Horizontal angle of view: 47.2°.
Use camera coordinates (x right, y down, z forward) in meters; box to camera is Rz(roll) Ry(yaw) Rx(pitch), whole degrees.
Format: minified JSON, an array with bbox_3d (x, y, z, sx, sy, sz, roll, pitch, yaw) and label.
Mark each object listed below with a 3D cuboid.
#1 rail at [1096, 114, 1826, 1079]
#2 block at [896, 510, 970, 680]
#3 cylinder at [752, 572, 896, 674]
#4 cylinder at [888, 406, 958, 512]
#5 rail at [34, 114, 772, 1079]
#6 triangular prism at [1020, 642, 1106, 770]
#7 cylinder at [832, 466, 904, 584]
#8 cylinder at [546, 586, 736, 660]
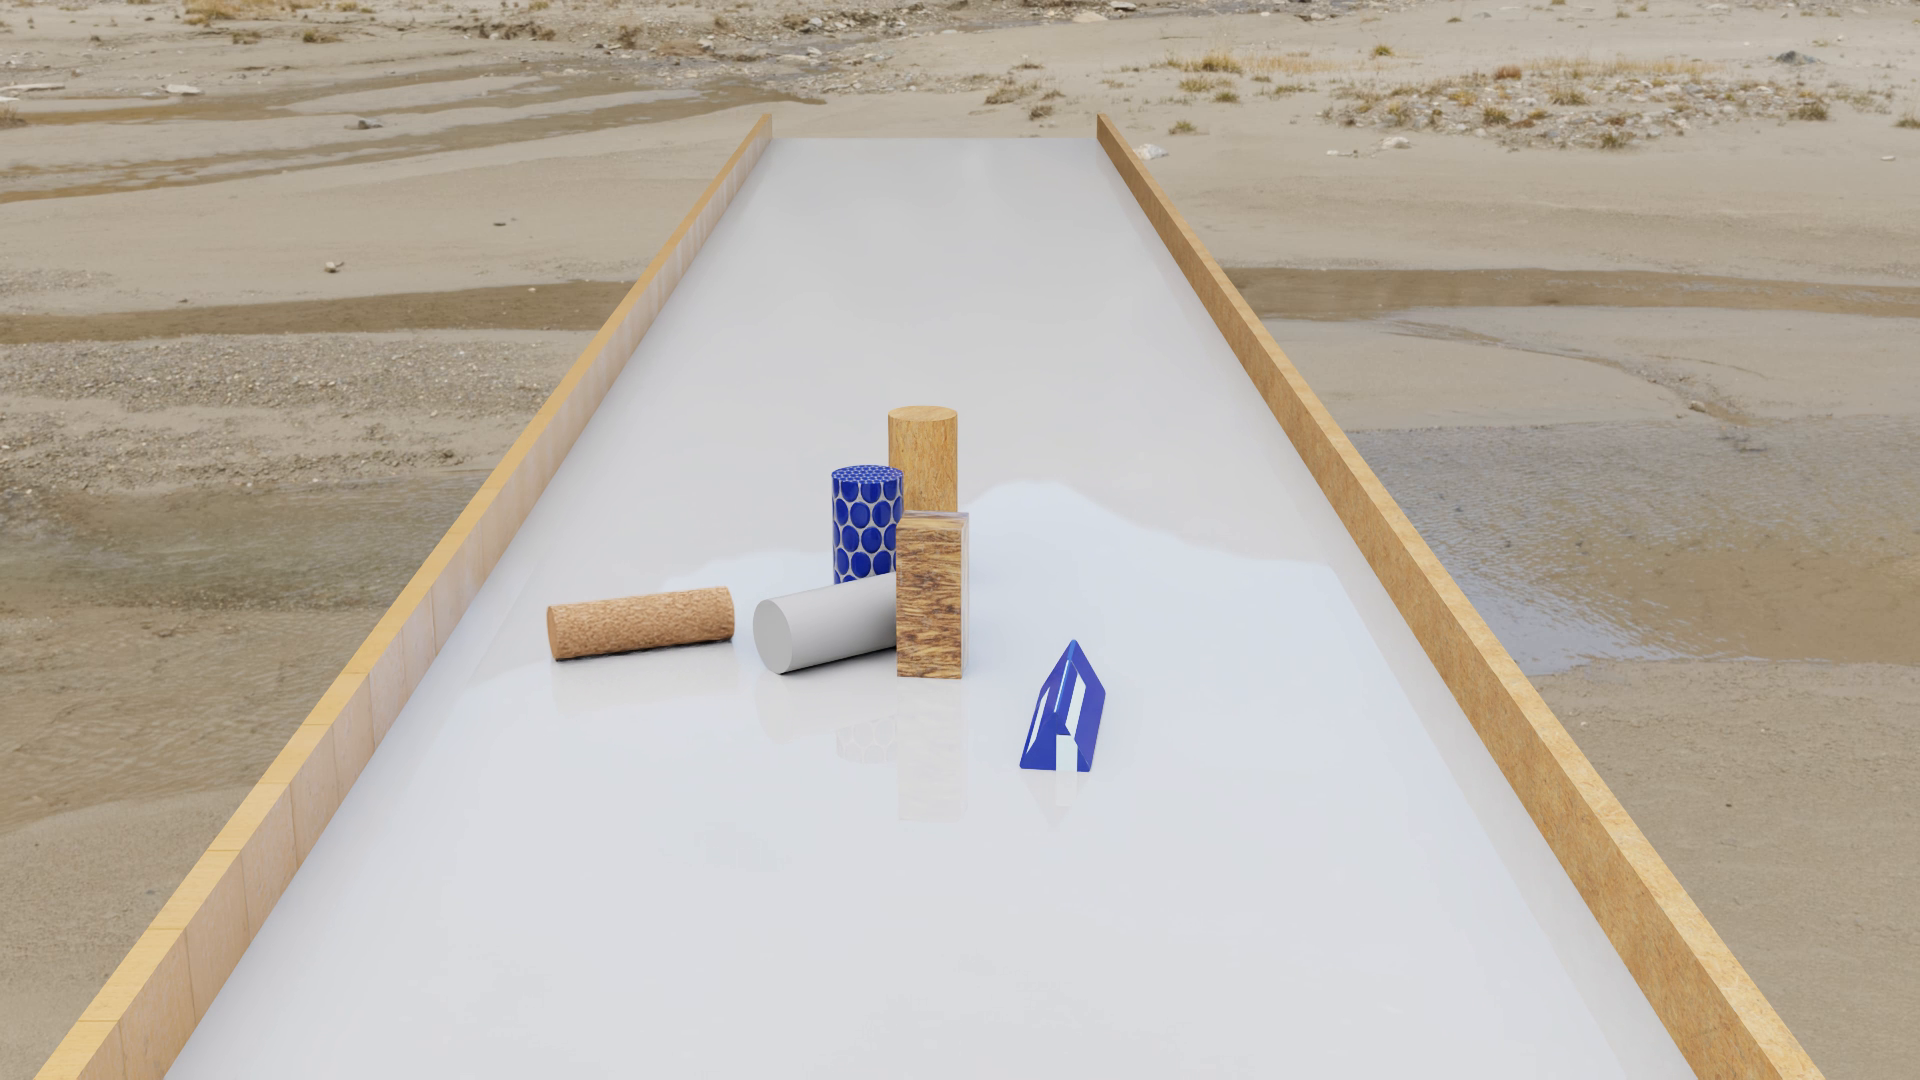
[{"bbox_3d":[0.932,-0.844,7.801,0.050,0.150,12.000,0,17,-1],"label":"rail"},{"bbox_3d":[-0.053,0.107,4.331,0.127,0.304,0.127,2,17,7],"label":"block"},{"bbox_3d":[-0.207,0.156,4.442,0.403,0.149,0.149,-12,20,-35],"label":"cylinder"},{"bbox_3d":[-0.081,-0.094,4.873,0.152,0.383,0.152,0,17,0],"label":"cylinder"},{"bbox_3d":[-1.118,-0.838,7.780,0.050,0.150,12.000,0,17,-1],"label":"rail"},{"bbox_3d":[0.192,0.296,4.033,0.124,0.107,0.388,2,17,7],"label":"triangular prism"},{"bbox_3d":[-0.194,0.011,4.645,0.151,0.310,0.151,0,17,0],"label":"cylinder"},{"bbox_3d":[-0.648,0.168,4.472,0.364,0.107,0.107,-6,18,-20],"label":"cylinder"}]
